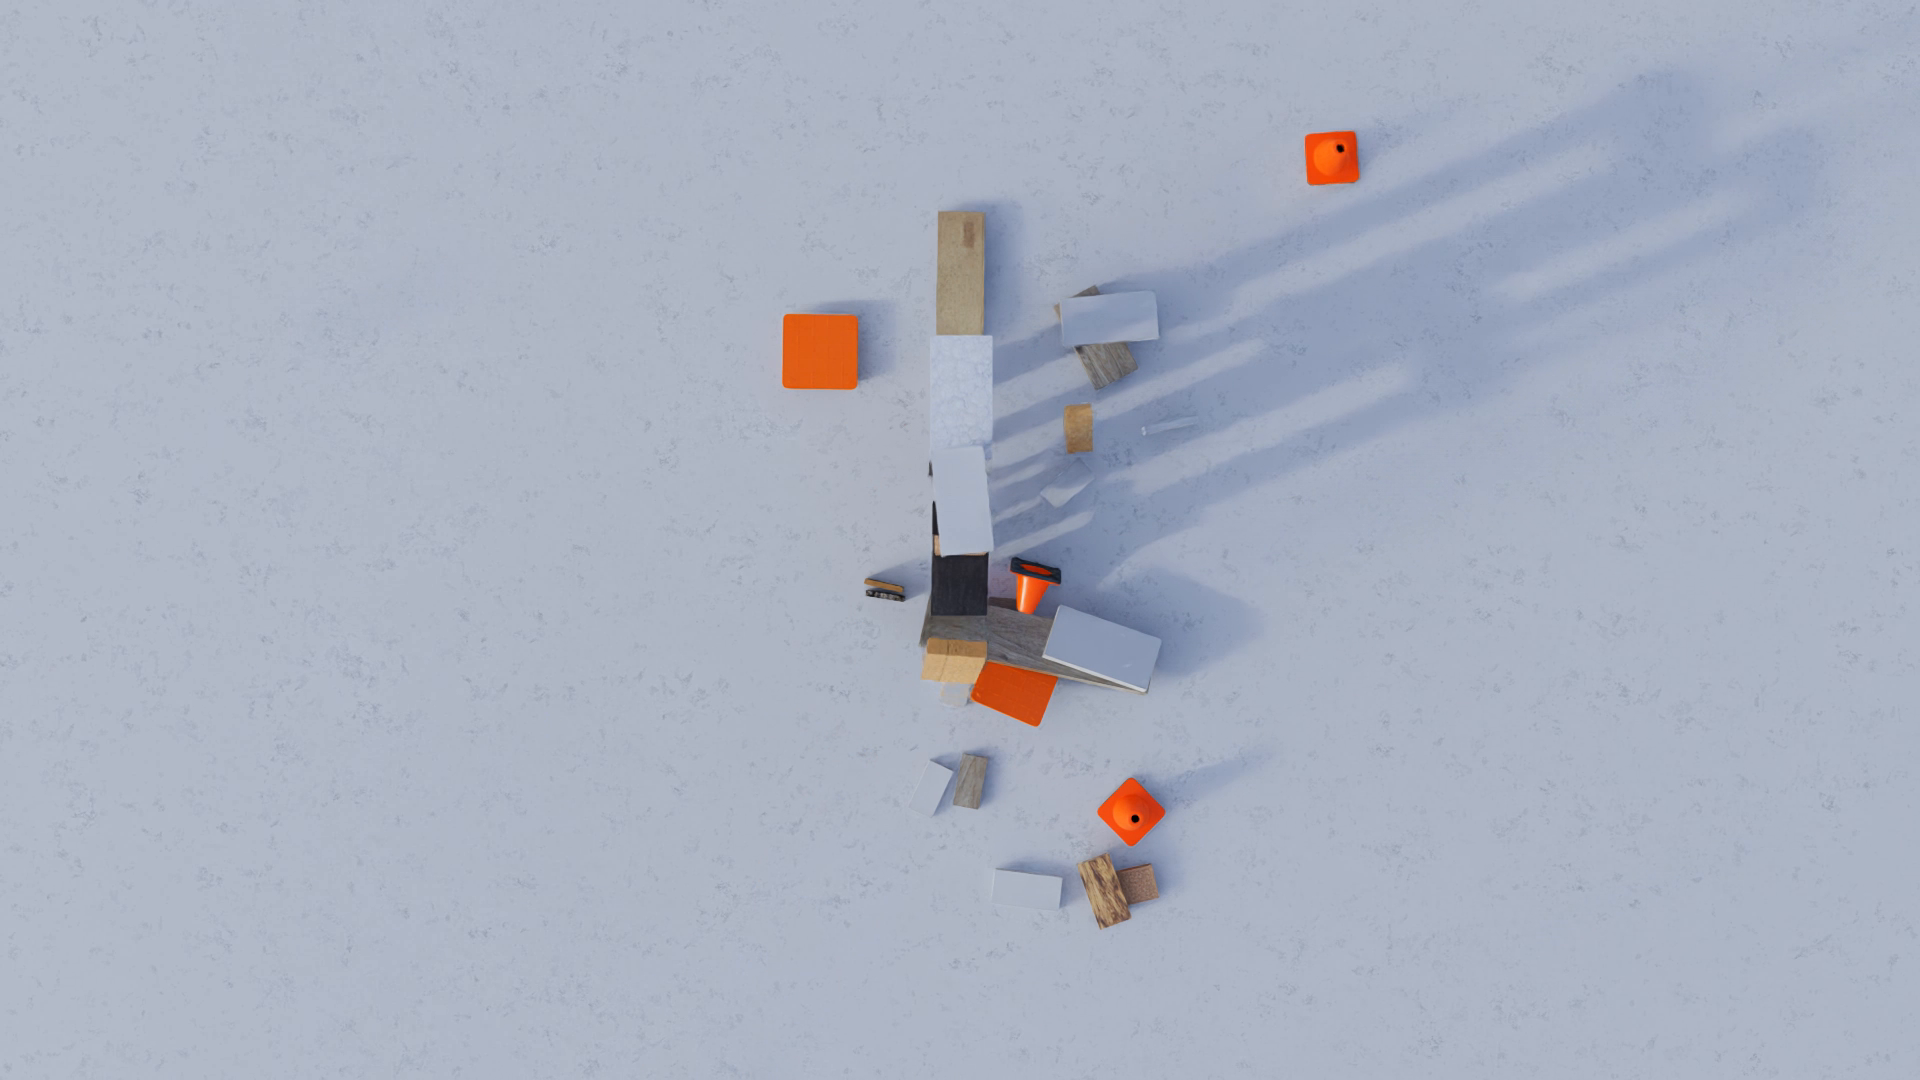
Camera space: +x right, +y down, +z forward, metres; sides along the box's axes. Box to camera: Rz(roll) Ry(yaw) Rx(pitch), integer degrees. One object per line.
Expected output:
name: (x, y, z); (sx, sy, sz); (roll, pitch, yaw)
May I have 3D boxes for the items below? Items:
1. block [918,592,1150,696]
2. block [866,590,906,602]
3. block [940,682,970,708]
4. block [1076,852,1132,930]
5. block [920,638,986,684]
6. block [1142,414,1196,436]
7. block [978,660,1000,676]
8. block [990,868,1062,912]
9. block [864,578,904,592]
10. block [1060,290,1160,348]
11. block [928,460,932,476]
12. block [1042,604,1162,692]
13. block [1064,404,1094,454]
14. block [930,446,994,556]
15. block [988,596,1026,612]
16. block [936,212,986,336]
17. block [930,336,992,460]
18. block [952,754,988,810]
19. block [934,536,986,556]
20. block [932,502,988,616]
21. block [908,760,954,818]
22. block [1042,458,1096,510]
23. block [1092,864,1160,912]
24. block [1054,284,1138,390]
block: (0.257, 0.343, 5.433); (0.768, 0.050, 0.176); (13, 75, -3)
block: (-0.248, 0.186, 5.468); (0.129, 0.064, 0.018); (9, 90, 0)
block: (-0.006, 0.464, 5.471); (0.086, 0.024, 0.173); (14, 99, -4)
block: (0.476, 1.160, 5.452); (0.113, 0.032, 0.225); (-20, 90, 0)
block: (-0.024, 0.377, 5.116); (0.176, 0.353, 0.050); (5, 72, -4)
block: (0.692, -0.380, 5.457); (0.172, 0.086, 0.024); (-13, 90, 0)
block: (0.084, 0.369, 5.489); (0.081, 0.023, 0.161); (-8, 90, 0)
block: (0.222, 1.162, 5.484); (0.225, 0.032, 0.112); (7, 90, 0)
block: (-0.252, 0.150, 5.468); (0.129, 0.064, 0.018); (13, 90, 0)
block: (0.491, -0.728, 5.434); (0.312, 0.044, 0.156); (-5, 90, 0)
block: (-0.005, -0.193, 4.880); (0.148, 0.481, 0.042); (9, 90, 2)
block: (0.465, 0.355, 5.401); (0.353, 0.050, 0.176); (19, 75, -1)
block: (0.392, -0.367, 5.437); (0.086, 0.024, 0.172); (-6, 129, 0)
block: (0.007, -0.108, 4.617); (0.148, 0.042, 0.296); (-6, 89, 2)
block: (0.134, 0.232, 5.489); (0.161, 0.023, 0.081); (5, 90, 0)
block: (0.002, -0.871, 5.478); (0.156, 0.044, 0.430); (1, 90, 0)
block: (0.005, -0.408, 4.742); (0.177, 0.050, 0.355); (0, 90, 0)
block: (0.035, 0.803, 5.488); (0.086, 0.024, 0.173); (10, 90, 0)
block: (0.001, 0.016, 4.788); (0.148, 0.296, 0.042); (0, 86, 0)
block: (0.000, 0.057, 4.961); (0.169, 0.048, 0.338); (1, 90, 0)
block: (-0.098, 0.828, 5.488); (0.086, 0.024, 0.173); (25, 90, 0)
block: (0.360, -0.186, 5.488); (0.172, 0.024, 0.086); (-42, 90, 0)
block: (0.539, 1.157, 5.484); (0.225, 0.032, 0.113); (-13, 90, 0)
block: (0.450, -0.671, 5.478); (0.156, 0.044, 0.312); (-27, 90, 0)
